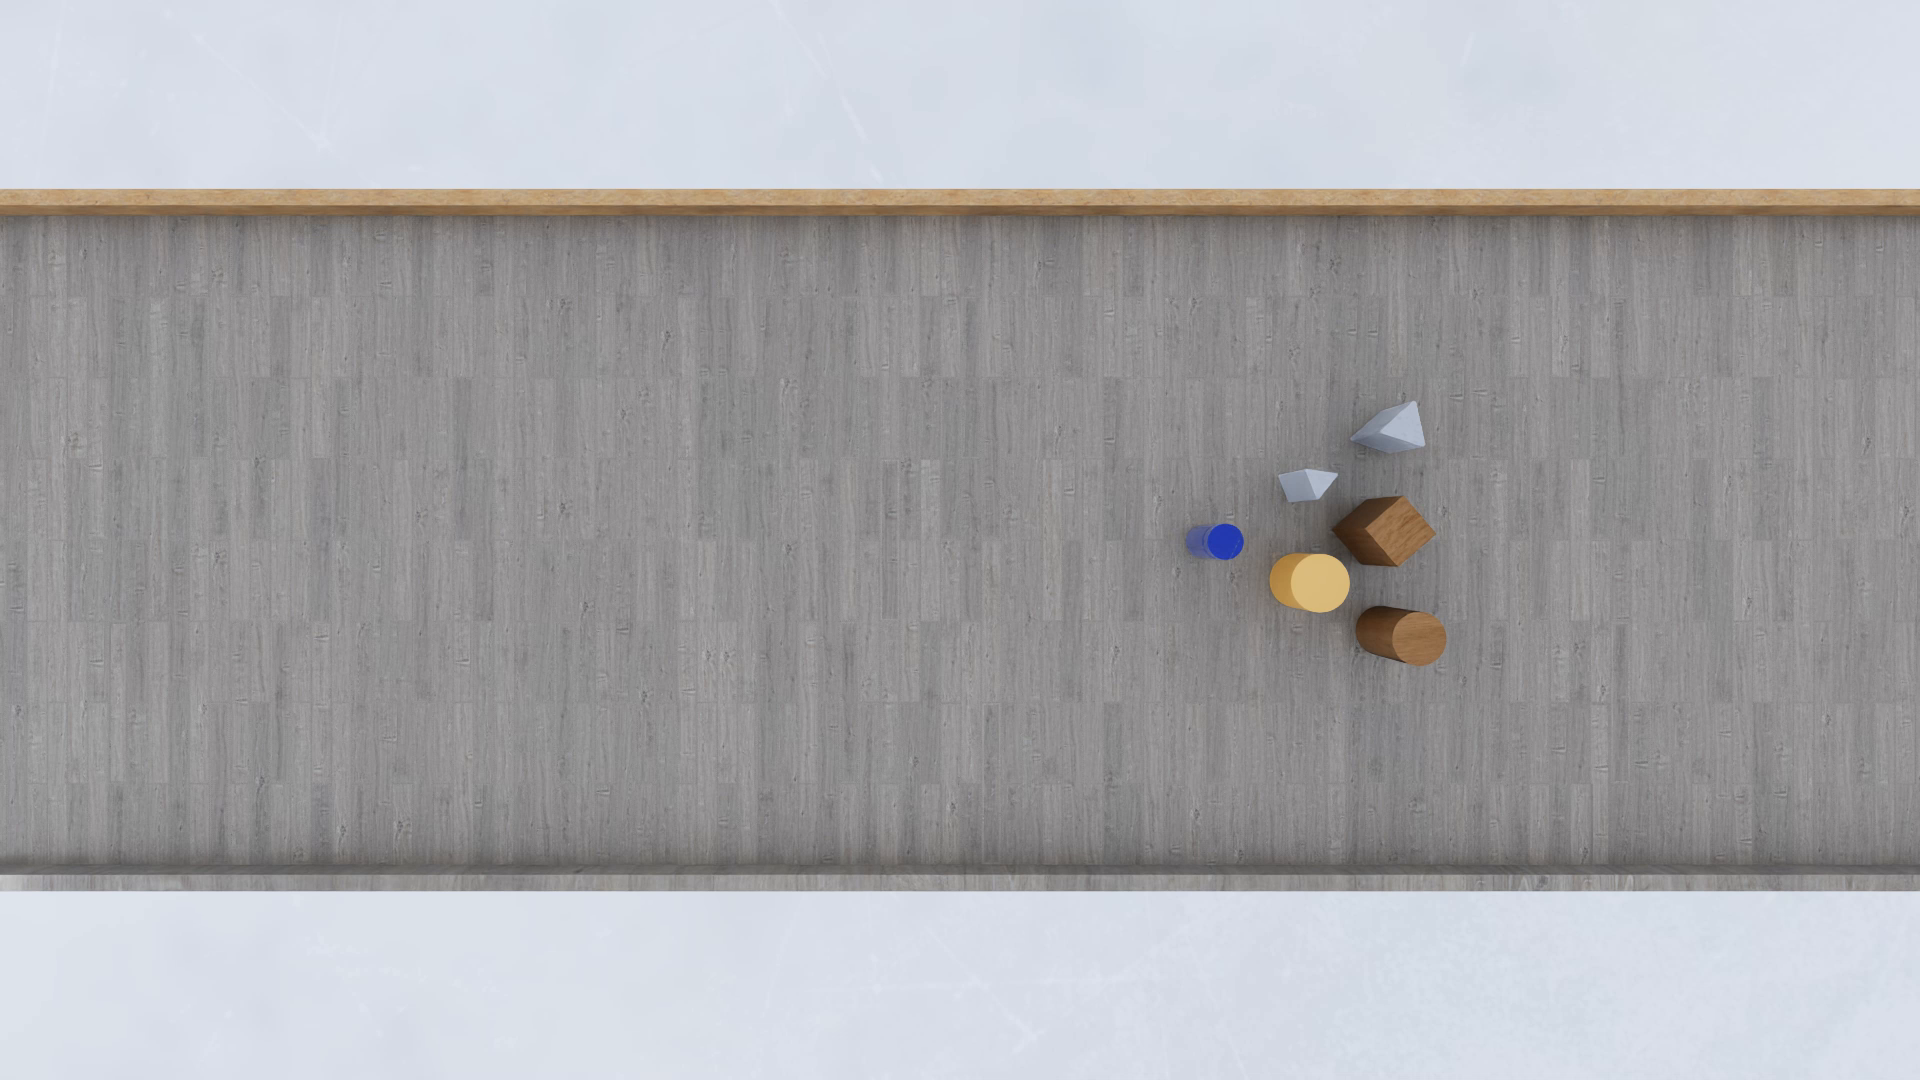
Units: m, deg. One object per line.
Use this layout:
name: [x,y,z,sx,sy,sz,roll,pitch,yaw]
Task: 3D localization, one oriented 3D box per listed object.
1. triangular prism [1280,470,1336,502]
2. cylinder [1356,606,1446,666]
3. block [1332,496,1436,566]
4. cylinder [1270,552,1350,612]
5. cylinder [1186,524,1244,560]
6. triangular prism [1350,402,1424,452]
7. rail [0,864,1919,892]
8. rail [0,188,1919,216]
triangular prism: [1.011,-0.175,4.876,0.079,0.402,0.091,38,90,0]
cylinder: [1.294,0.279,4.861,0.153,0.431,0.153,0,90,0]
block: [1.244,-0.025,4.864,0.143,0.424,0.143,-41,90,0]
cylinder: [1.037,0.124,4.912,0.169,0.330,0.169,0,90,0]
cylinder: [0.745,0.005,4.852,0.101,0.450,0.101,0,90,0]
triangular prism: [1.282,-0.343,4.894,0.132,0.366,0.114,18,90,0]
rail: [-2.247,1.025,5.001,12.000,0.150,0.050,0,90,0]
rail: [-2.247,-1.025,5.002,12.000,0.150,0.050,0,90,0]
